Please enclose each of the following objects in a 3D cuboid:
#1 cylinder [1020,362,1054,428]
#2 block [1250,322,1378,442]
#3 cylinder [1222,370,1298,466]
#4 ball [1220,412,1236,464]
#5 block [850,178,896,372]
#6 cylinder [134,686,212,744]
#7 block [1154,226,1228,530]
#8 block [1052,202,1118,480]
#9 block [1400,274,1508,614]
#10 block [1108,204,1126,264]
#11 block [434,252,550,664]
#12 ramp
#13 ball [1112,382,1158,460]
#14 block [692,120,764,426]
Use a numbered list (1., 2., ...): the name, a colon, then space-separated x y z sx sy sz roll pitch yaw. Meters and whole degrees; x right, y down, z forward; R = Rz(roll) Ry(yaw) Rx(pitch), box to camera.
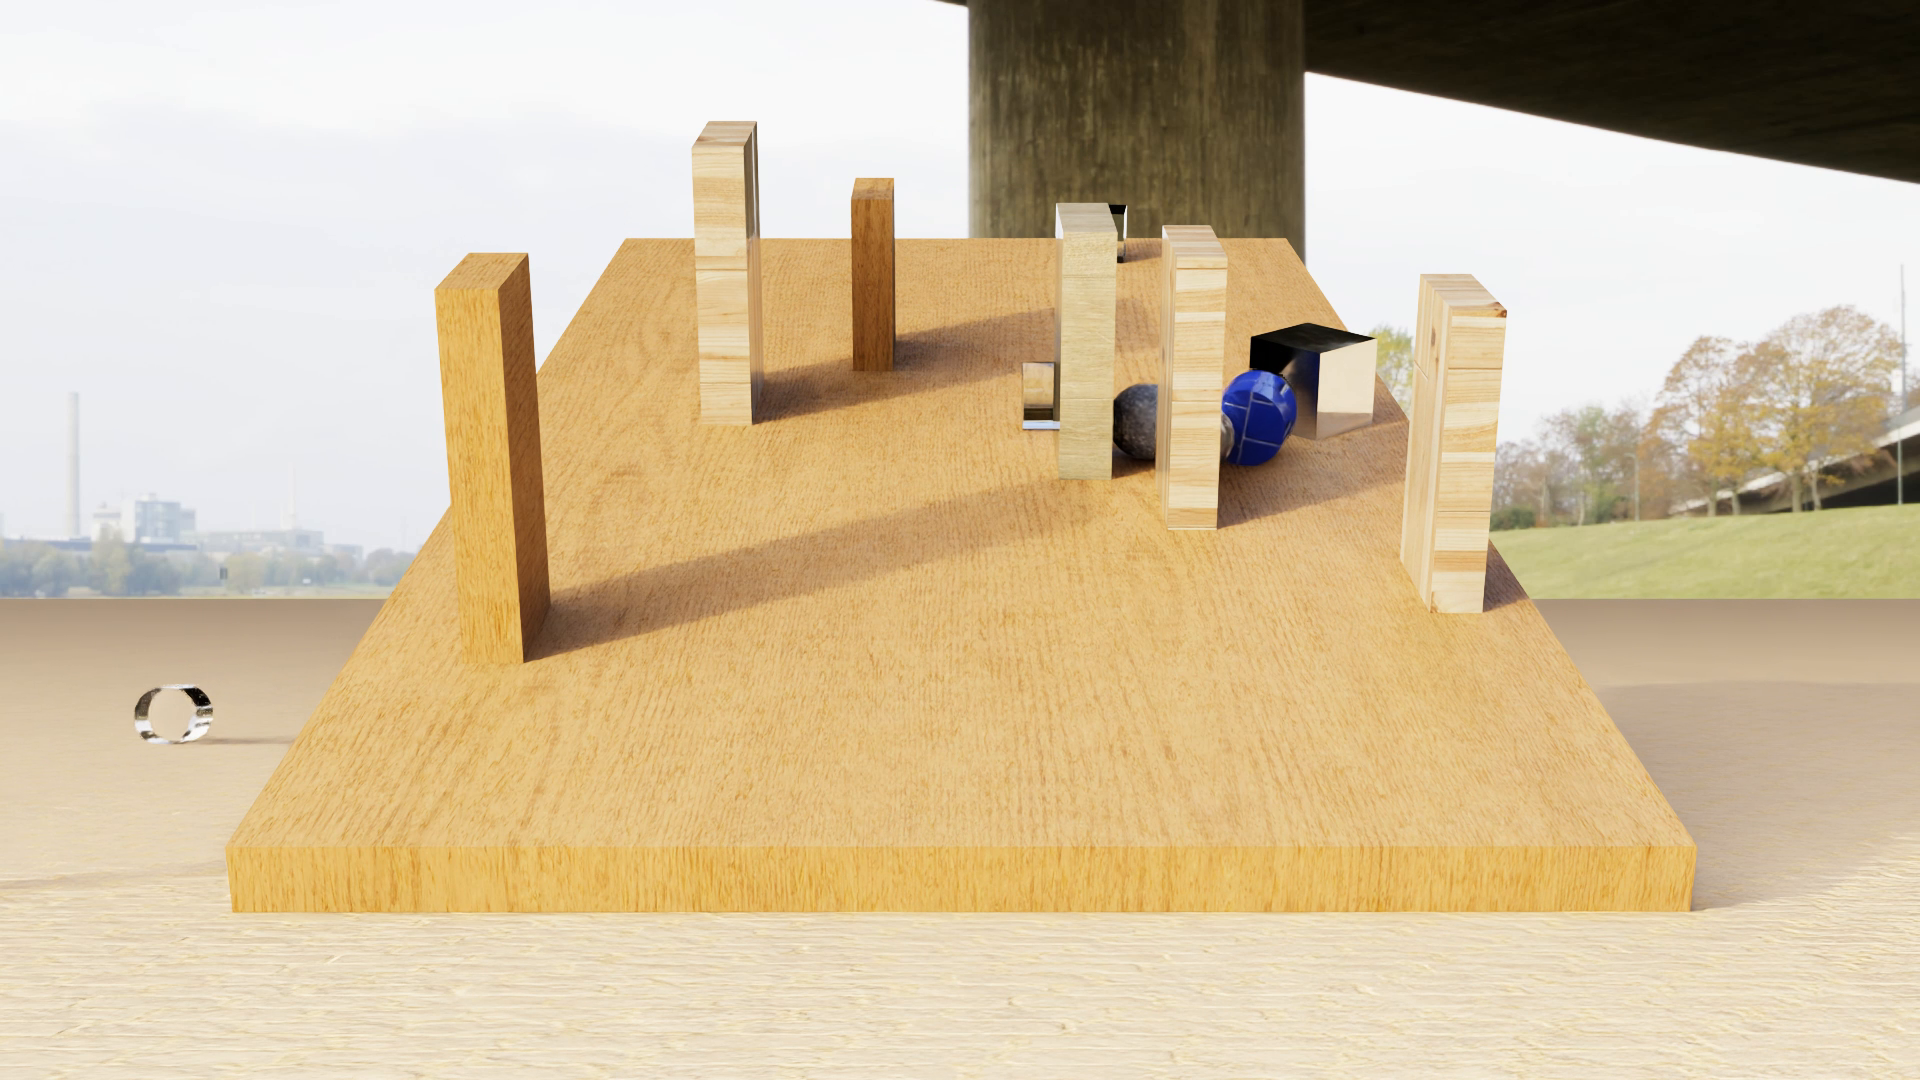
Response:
1. cylinder: 0.209 -0.315 4.921 0.147 0.147 0.147 0 -1 -1
2. block: 0.770 -0.349 4.948 0.194 0.194 0.194 -17 26 -40
3. cylinder: 0.612 -0.256 4.730 0.163 0.163 0.163 0 19 19
4. ball: 0.494 -0.210 4.618 0.136 0.136 0.136 0 -1 0
5. block: -0.208 -0.645 5.453 0.095 0.412 0.283 0 19 0
6. cylinder: -2.285 0.507 6.562 0.165 0.165 0.165 0 -1 3
7. block: 0.442 -0.316 4.354 0.093 0.527 0.292 0 19 0
8. block: 0.254 -0.413 4.651 0.107 0.510 0.299 0 19 0
9. block: 0.855 -0.172 3.934 0.090 0.534 0.274 0 19 0
10. block: 0.408 -0.891 6.559 0.143 0.143 0.143 2 20 6
11. block: -0.760 -0.136 3.696 0.098 0.621 0.267 0 19 0
12. ramp: -0.005 -0.202 4.969 2.000 0.100 4.000 0 19 0
13. ball: 0.387 -0.248 4.712 0.160 0.160 0.160 0 -1 0
14. block: -0.513 -0.599 5.028 0.110 0.609 0.361 0 19 0
